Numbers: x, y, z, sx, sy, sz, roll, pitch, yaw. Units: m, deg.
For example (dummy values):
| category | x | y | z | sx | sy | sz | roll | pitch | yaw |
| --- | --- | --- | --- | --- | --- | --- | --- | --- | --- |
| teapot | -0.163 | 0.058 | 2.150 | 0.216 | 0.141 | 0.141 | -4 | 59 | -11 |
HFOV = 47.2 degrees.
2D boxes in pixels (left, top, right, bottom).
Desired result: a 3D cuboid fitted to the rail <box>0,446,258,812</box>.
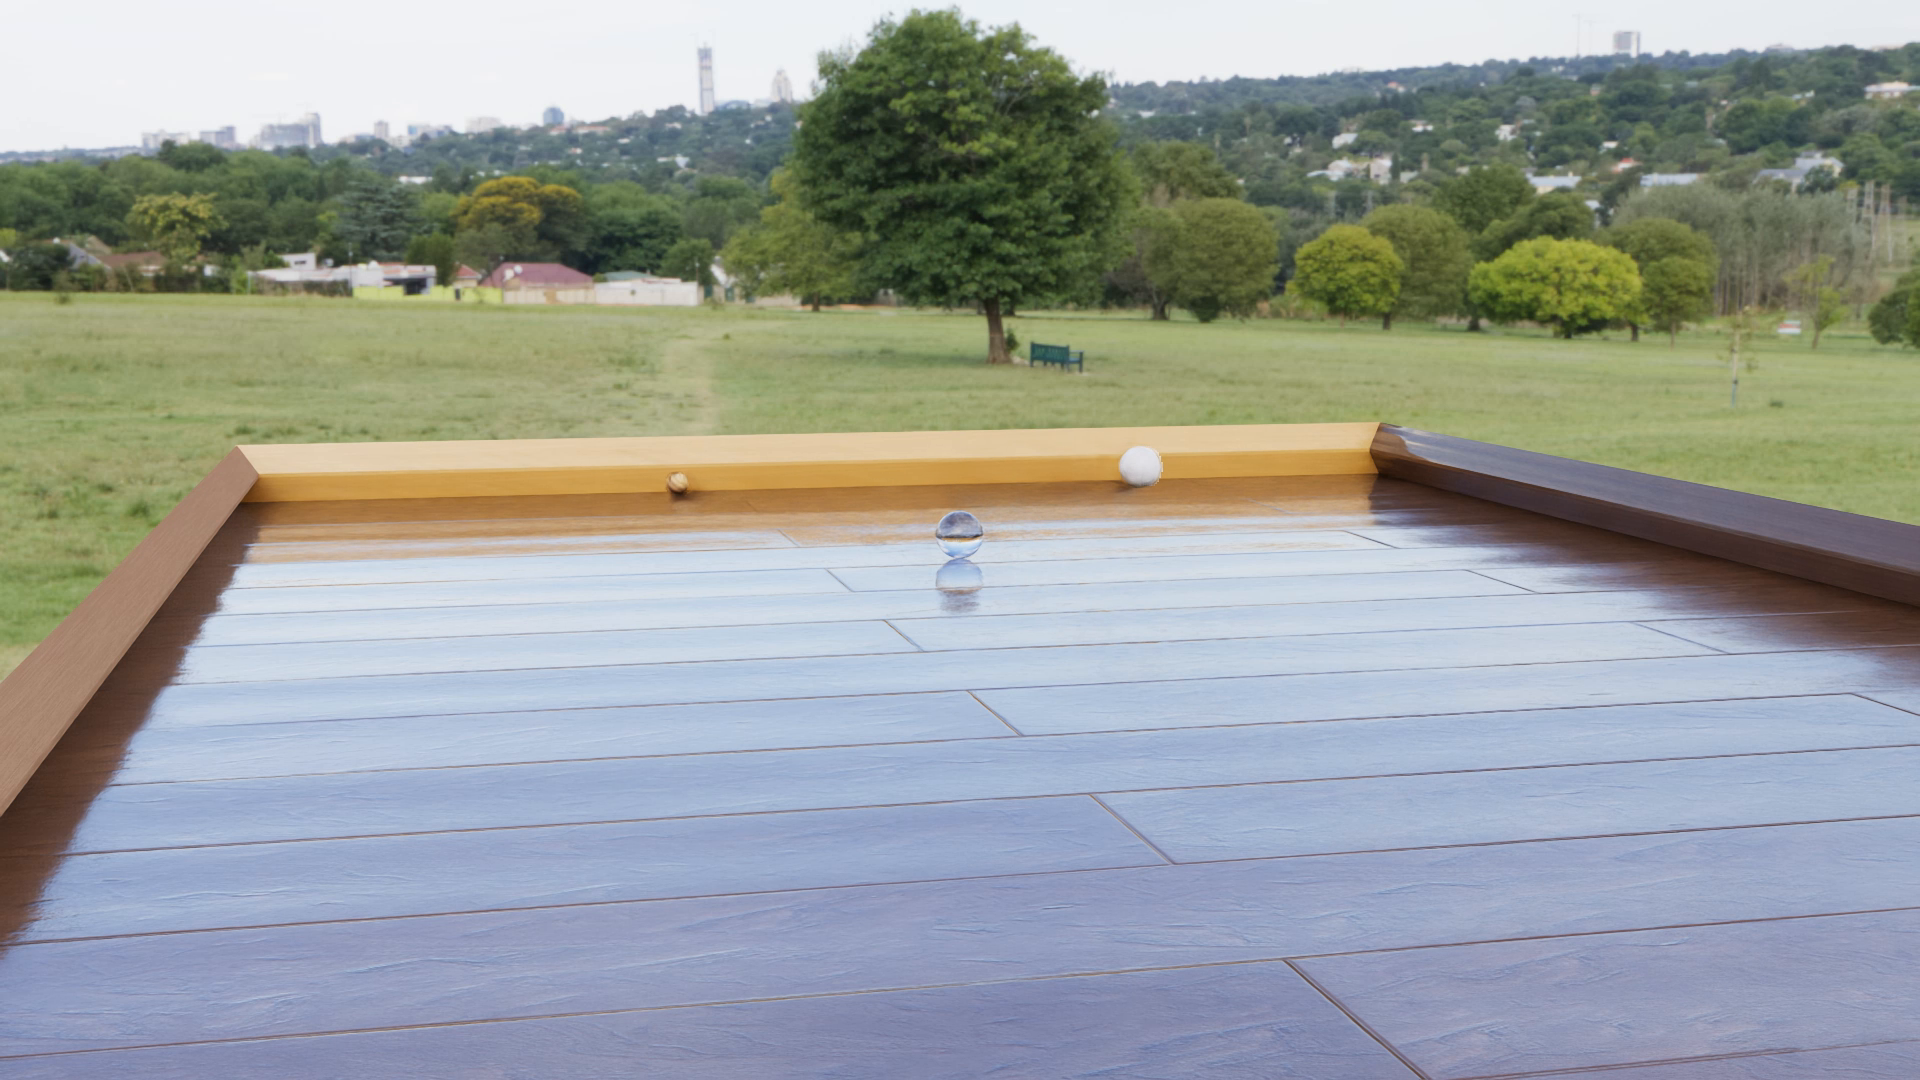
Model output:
| category | x | y | z | sx | sy | sz | roll | pitch | yaw |
| --- | --- | --- | --- | --- | --- | --- | --- | --- | --- |
| rail | -0.930 | 0.155 | 2.310 | 0.045 | 0.114 | 4.408 | -2 | 8 | -13 |

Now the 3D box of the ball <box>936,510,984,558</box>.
| category | x | y | z | sx | sy | sz | roll | pitch | yaw |
| --- | --- | --- | --- | --- | --- | --- | --- | --- | --- |
| ball | -0.001 | -0.009 | 3.653 | 0.079 | 0.079 | 0.079 | 0 | 8 | 0 |

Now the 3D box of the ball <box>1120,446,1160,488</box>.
| category | x | y | z | sx | sy | sz | roll | pitch | yaw |
| --- | --- | --- | --- | --- | --- | --- | --- | --- | --- |
| ball | 0.385 | -0.157 | 4.708 | 0.088 | 0.088 | 0.088 | 0 | 8 | 0 |

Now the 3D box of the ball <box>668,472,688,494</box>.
| category | x | y | z | sx | sy | sz | roll | pitch | yaw |
| --- | --- | --- | --- | --- | --- | --- | --- | --- | --- |
| ball | -0.589 | -0.118 | 4.588 | 0.045 | 0.045 | 0.045 | 0 | 8 | 0 |

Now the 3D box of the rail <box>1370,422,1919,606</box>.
| category | x | y | z | sx | sy | sz | roll | pitch | yaw |
| --- | --- | --- | --- | --- | --- | --- | --- | --- | --- |
| rail | 1.434 | 0.080 | 2.860 | 0.045 | 0.114 | 4.408 | -2 | 8 | -13 |

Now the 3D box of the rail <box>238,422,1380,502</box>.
| category | x | y | z | sx | sy | sz | roll | pitch | yaw |
| --- | --- | --- | --- | --- | --- | --- | --- | --- | --- |
| rail | -0.246 | -0.168 | 4.689 | 2.476 | 0.114 | 0.045 | -2 | 8 | -13 |
